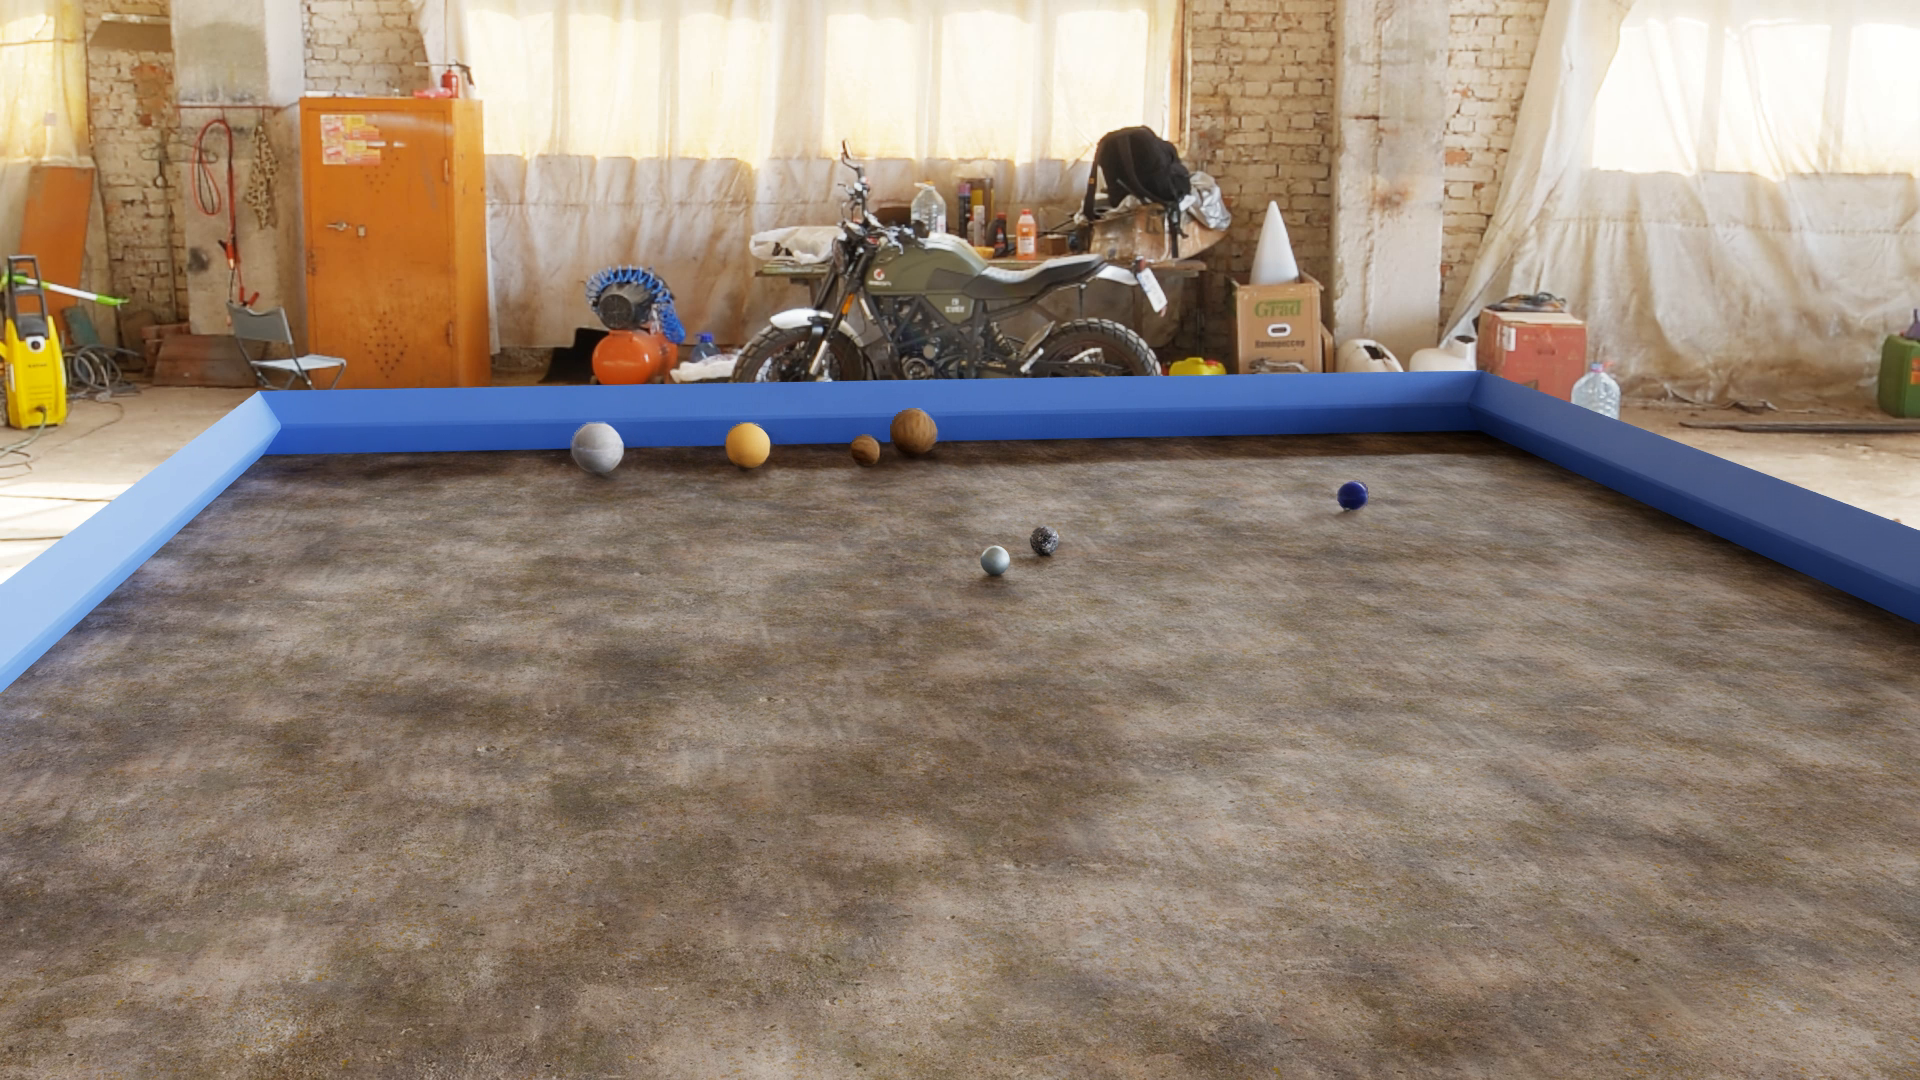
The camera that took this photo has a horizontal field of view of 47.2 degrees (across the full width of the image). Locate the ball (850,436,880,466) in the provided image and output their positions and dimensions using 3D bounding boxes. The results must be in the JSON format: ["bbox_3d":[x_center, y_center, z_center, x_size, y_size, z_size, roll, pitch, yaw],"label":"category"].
[{"bbox_3d":[-0.170,-0.159,3.949,0.053,0.053,0.053,0,12,0],"label":"ball"}]

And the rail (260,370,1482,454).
[{"bbox_3d":[-0.128,-0.241,4.180,2.342,0.117,0.045,-1,12,-7],"label":"rail"}]

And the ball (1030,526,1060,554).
[{"bbox_3d":[0.124,0.000,3.217,0.043,0.043,0.043,0,12,0],"label":"ball"}]

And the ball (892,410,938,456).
[{"bbox_3d":[-0.084,-0.198,4.056,0.084,0.084,0.084,0,12,0],"label":"ball"}]

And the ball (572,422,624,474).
[{"bbox_3d":[-0.637,-0.161,3.866,0.090,0.090,0.090,0,12,0],"label":"ball"}]

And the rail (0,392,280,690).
[{"bbox_3d":[-1.007,0.216,2.008,0.045,0.117,4.233,-1,12,-7],"label":"rail"}]

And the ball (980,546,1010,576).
[{"bbox_3d":[0.049,0.029,3.086,0.041,0.041,0.041,0,12,0],"label":"ball"}]

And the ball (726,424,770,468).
[{"bbox_3d":[-0.378,-0.167,3.920,0.080,0.080,0.080,0,12,0],"label":"ball"}]

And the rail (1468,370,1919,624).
[{"bbox_3d":[1.270,0.157,2.287,0.045,0.117,4.233,-1,12,-7],"label":"rail"}]

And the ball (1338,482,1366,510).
[{"bbox_3d":[0.631,-0.070,3.542,0.047,0.047,0.047,0,12,0],"label":"ball"}]
